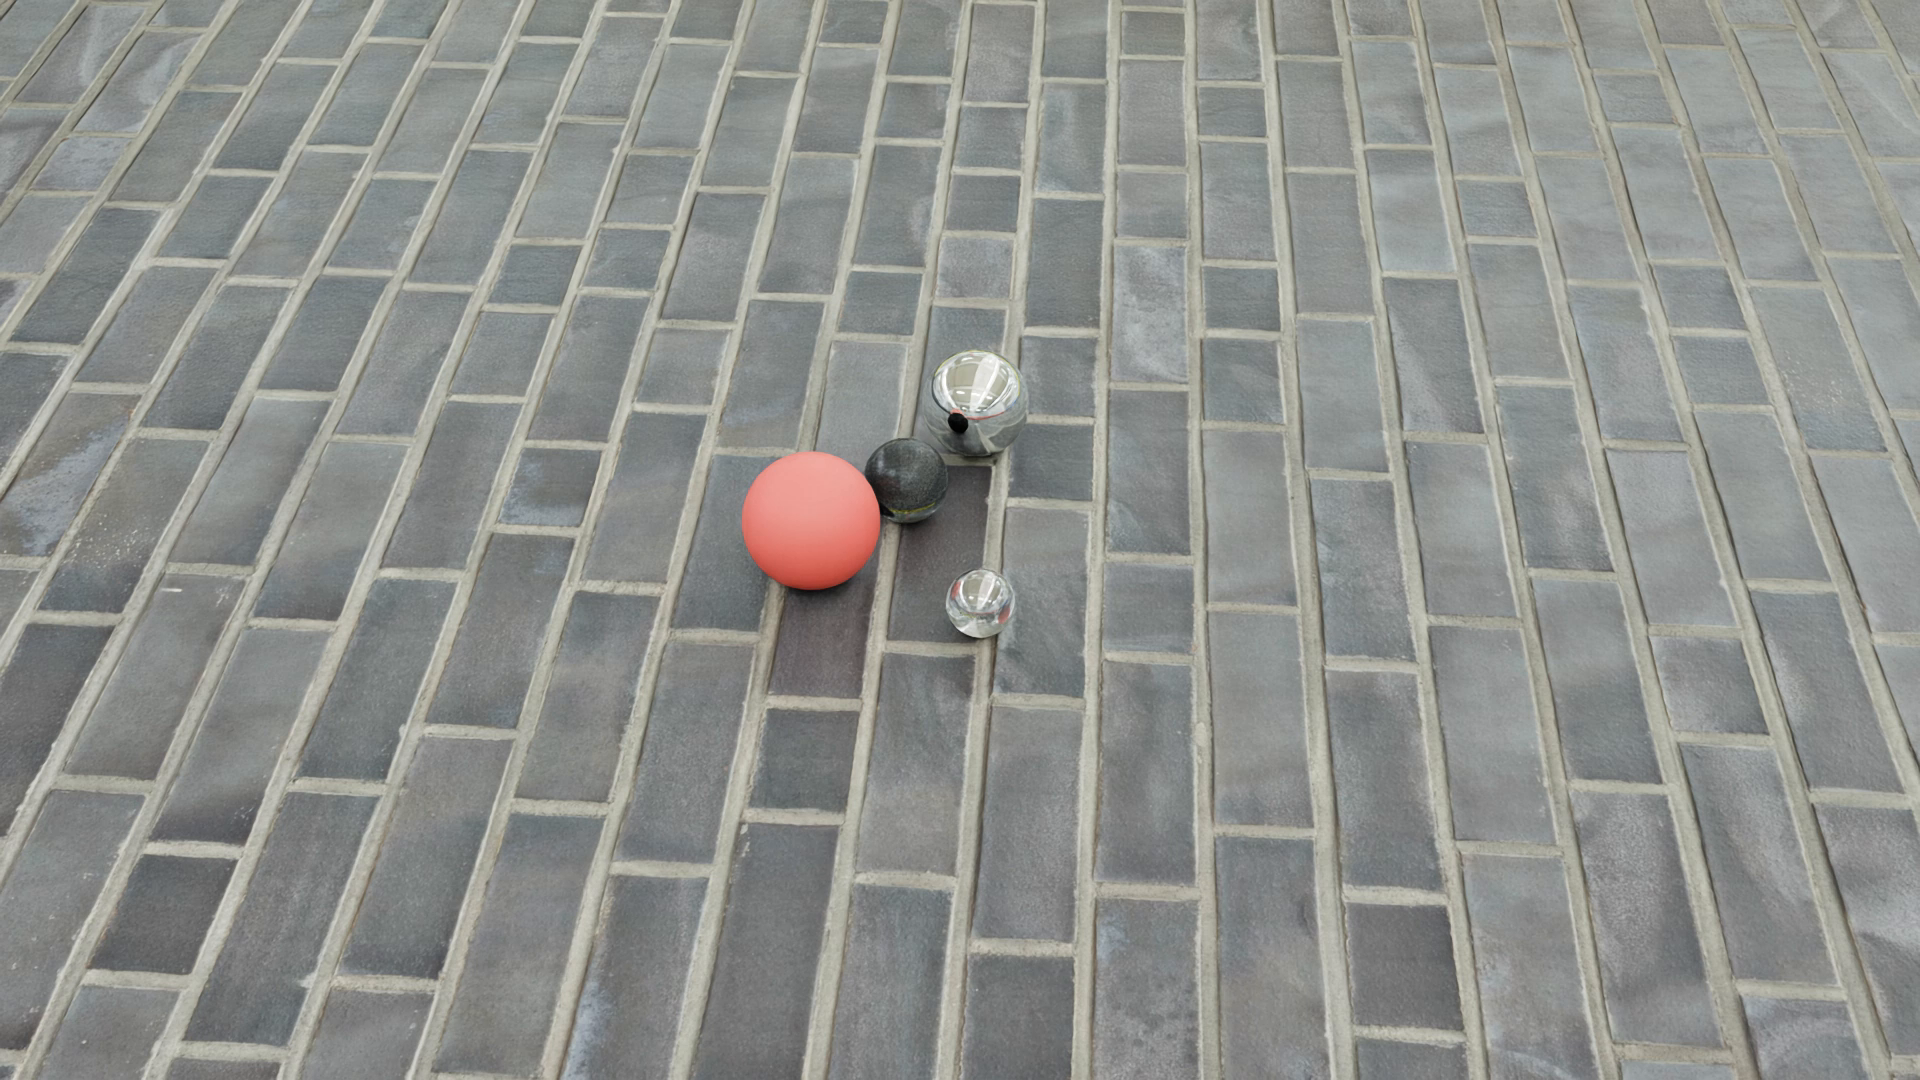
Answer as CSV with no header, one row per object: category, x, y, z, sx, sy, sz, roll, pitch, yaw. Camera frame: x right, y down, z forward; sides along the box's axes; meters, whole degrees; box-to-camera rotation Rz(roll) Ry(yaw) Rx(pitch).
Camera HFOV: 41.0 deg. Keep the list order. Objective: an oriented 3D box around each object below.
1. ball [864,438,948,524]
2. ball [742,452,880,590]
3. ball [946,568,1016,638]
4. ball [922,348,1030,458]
ball,-0.035,-0.038,1.663,0.056,0.056,0.056,0,36,0
ball,-0.093,-0.012,1.601,0.087,0.087,0.087,0,36,0
ball,0.013,0.039,1.570,0.043,0.043,0.043,0,36,0
ball,0.011,-0.092,1.722,0.073,0.073,0.073,0,36,0
